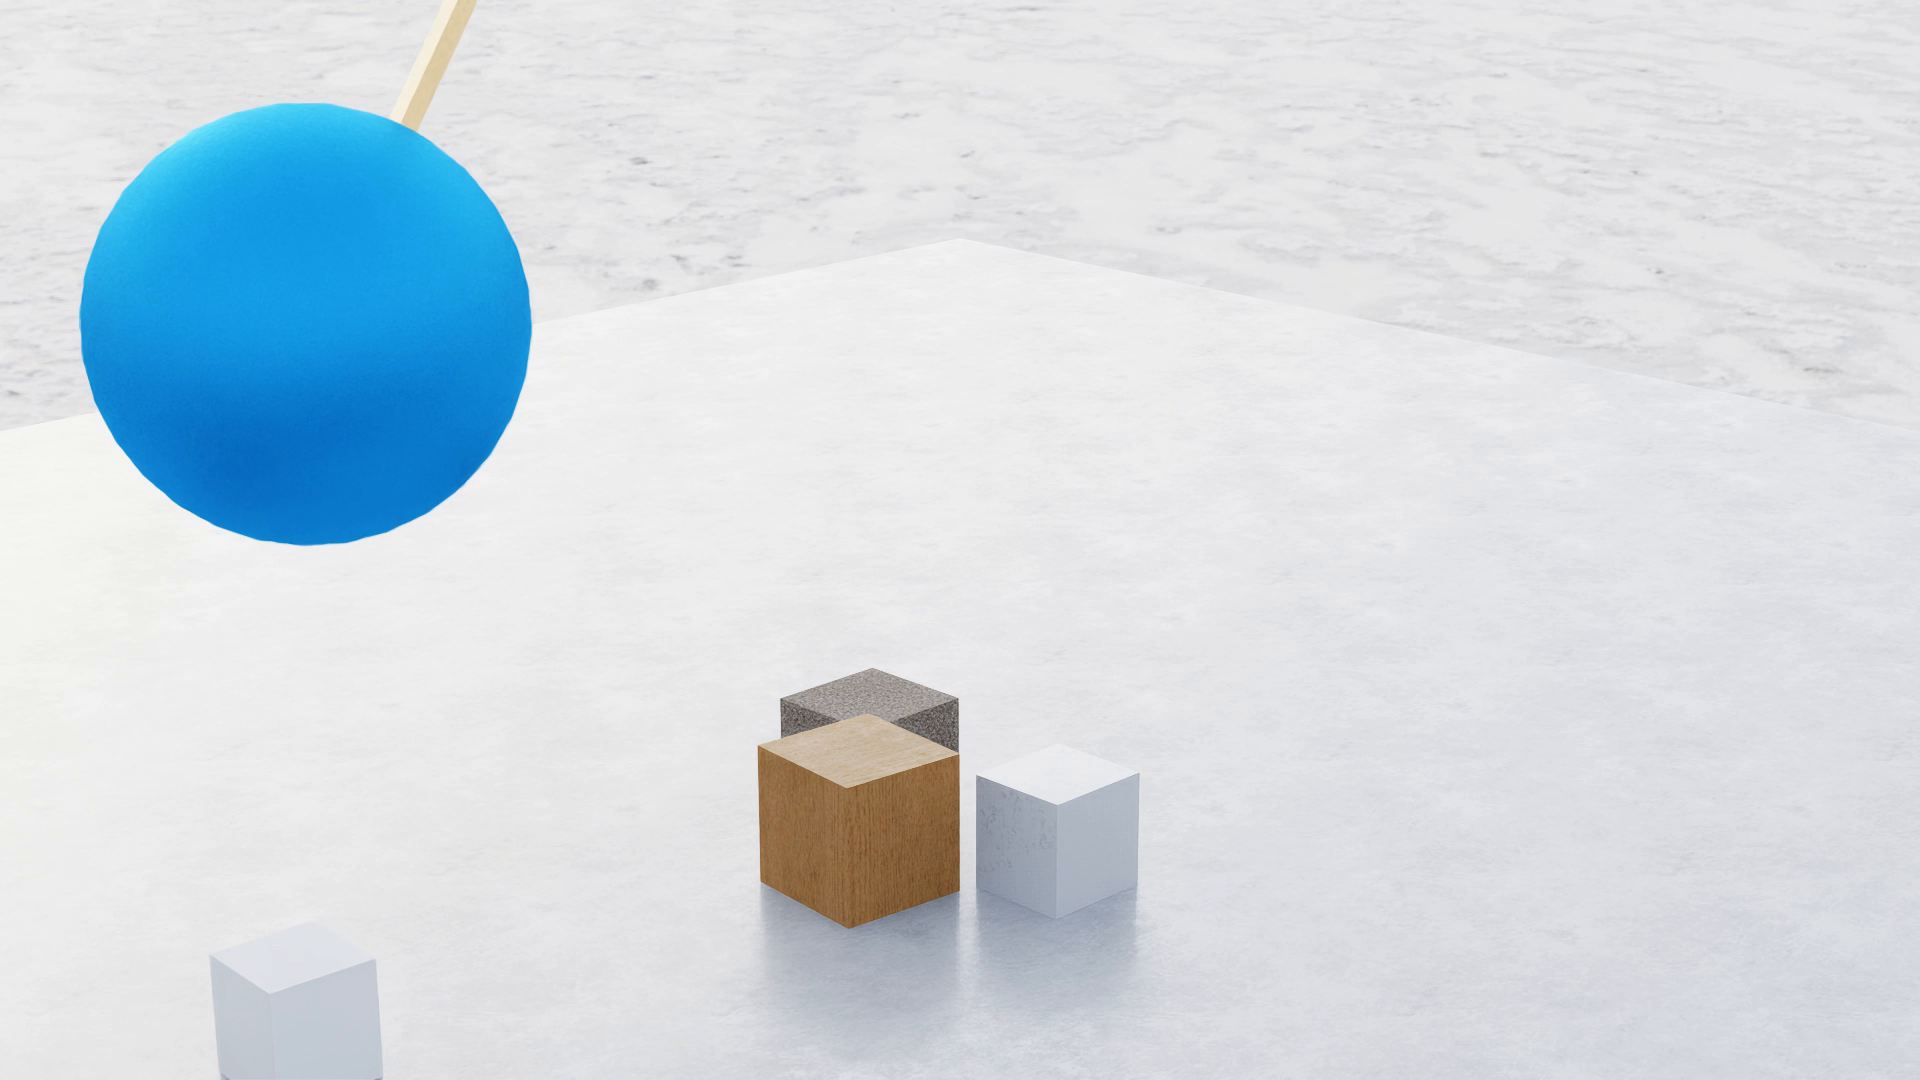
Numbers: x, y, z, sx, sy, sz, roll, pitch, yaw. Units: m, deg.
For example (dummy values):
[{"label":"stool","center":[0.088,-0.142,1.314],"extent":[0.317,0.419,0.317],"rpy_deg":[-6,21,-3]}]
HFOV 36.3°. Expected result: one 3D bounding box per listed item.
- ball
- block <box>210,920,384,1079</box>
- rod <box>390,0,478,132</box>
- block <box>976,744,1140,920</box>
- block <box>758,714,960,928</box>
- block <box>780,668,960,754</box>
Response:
[{"label":"ball","center":[-2.358,-0.778,10.626],"extent":[1.600,1.600,1.600],"rpy_deg":[0,17,0]},{"label":"block","center":[-2.611,1.870,11.541],"extent":[0.465,0.511,0.472],"rpy_deg":[-15,23,-40]},{"label":"rod","center":[-1.022,-3.876,11.053],"extent":[0.080,5.200,0.080],"rpy_deg":[17,-10,42]},{"label":"block","center":[0.441,1.310,13.265],"extent":[0.502,0.547,0.541],"rpy_deg":[17,24,42]},{"label":"block","center":[-0.456,1.256,13.234],"extent":[0.635,0.667,0.661],"rpy_deg":[-14,22,-37]},{"label":"block","center":[-0.432,1.032,14.090],"extent":[0.607,0.581,0.601],"rpy_deg":[-17,24,-42]}]
